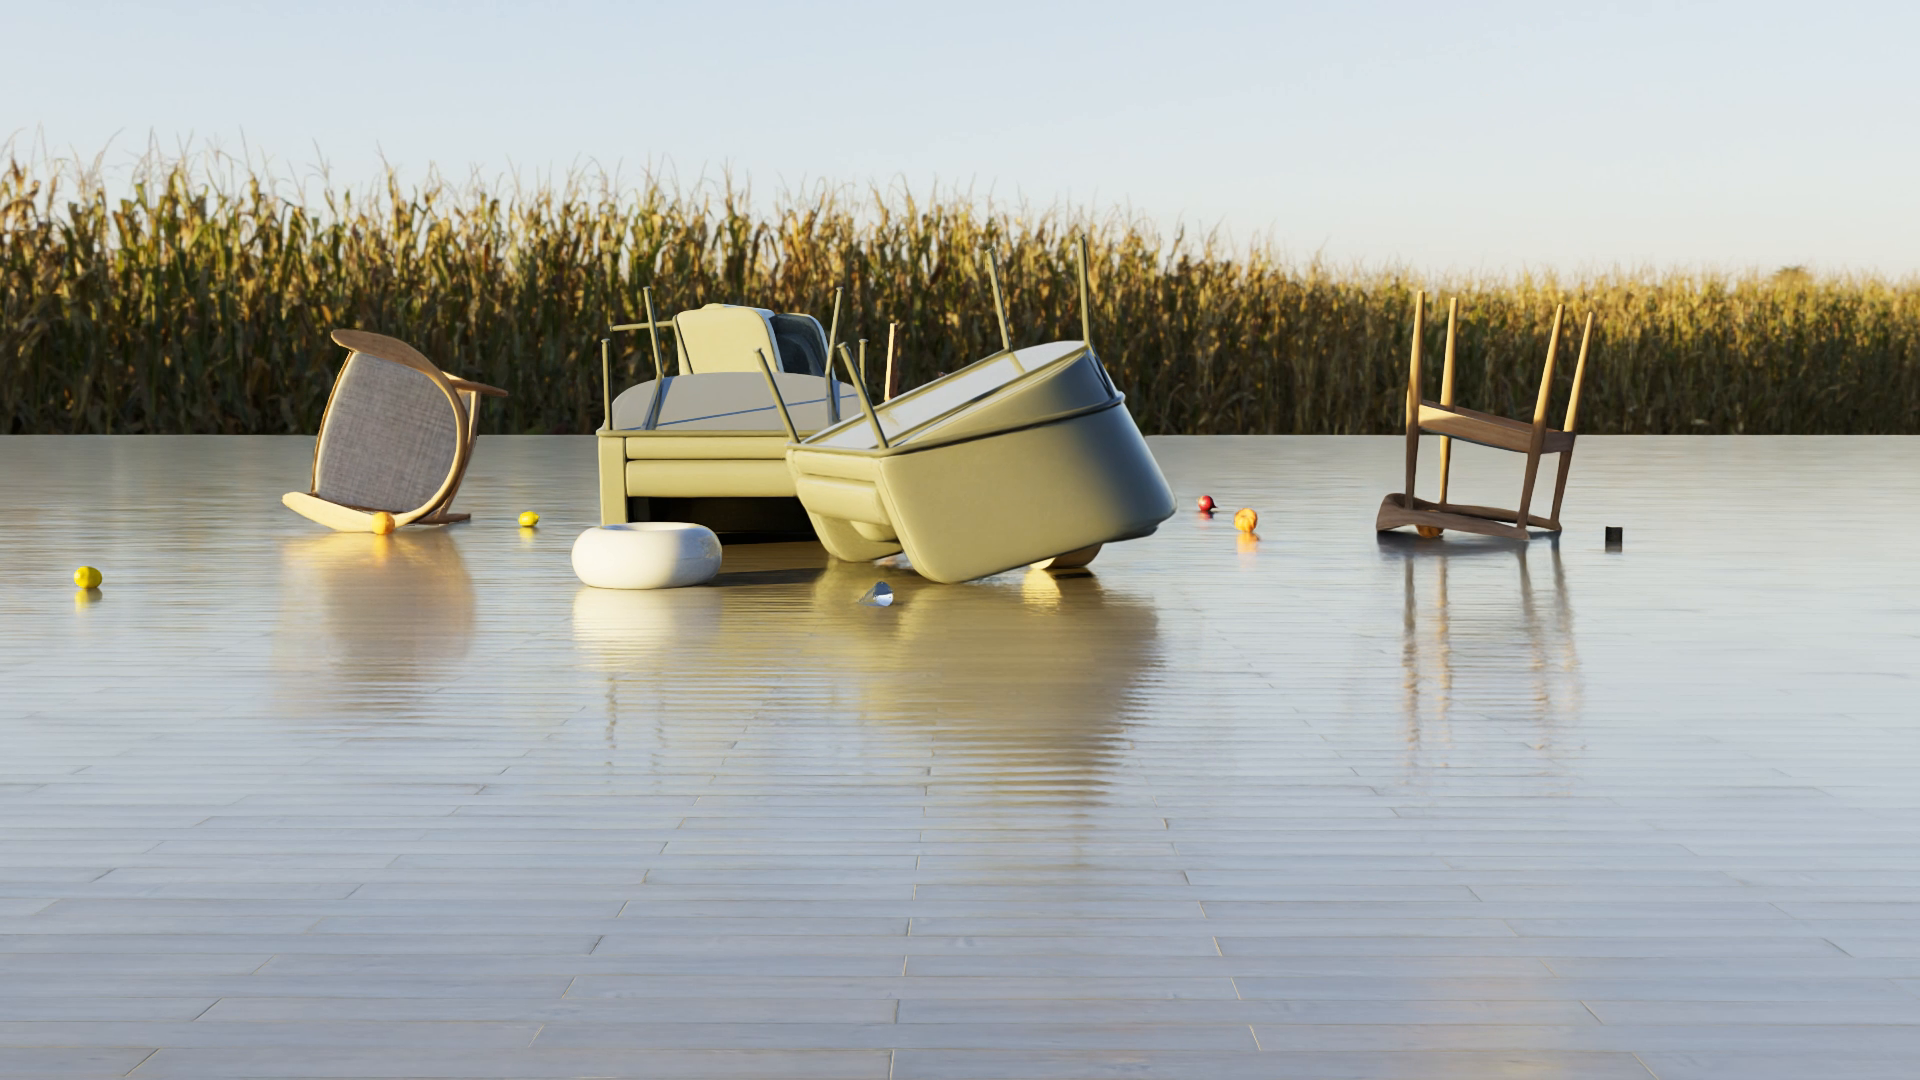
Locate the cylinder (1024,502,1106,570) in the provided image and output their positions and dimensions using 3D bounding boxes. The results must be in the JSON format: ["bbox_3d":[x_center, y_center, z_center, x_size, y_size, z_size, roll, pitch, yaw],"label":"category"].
[{"bbox_3d":[0.263,-0.012,5.513,0.148,0.180,0.128,-3,38,-41],"label":"cylinder"}]

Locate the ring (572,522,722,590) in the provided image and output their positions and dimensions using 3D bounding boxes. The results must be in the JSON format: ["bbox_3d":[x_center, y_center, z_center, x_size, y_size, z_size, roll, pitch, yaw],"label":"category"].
[{"bbox_3d":[-0.719,0.036,5.060,0.345,0.135,0.348,-2,5,-10],"label":"ring"}]

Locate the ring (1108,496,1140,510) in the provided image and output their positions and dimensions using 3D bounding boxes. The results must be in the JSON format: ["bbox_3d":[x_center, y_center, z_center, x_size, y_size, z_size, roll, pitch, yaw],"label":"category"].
[{"bbox_3d":[0.614,-0.138,8.226,0.083,0.046,0.145,-1,5,-42],"label":"ring"}]

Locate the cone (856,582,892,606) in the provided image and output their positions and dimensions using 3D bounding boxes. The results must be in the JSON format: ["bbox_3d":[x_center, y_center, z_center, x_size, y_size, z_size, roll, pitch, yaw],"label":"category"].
[{"bbox_3d":[-0.189,0.122,4.582,0.085,0.054,0.053,-20,-6,39],"label":"cone"}]

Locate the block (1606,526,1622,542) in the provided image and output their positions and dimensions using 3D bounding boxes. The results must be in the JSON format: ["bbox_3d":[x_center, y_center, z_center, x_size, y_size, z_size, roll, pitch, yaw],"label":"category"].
[{"bbox_3d":[1.927,-0.018,6.481,0.035,0.044,0.037,-1,4,-15],"label":"block"}]
